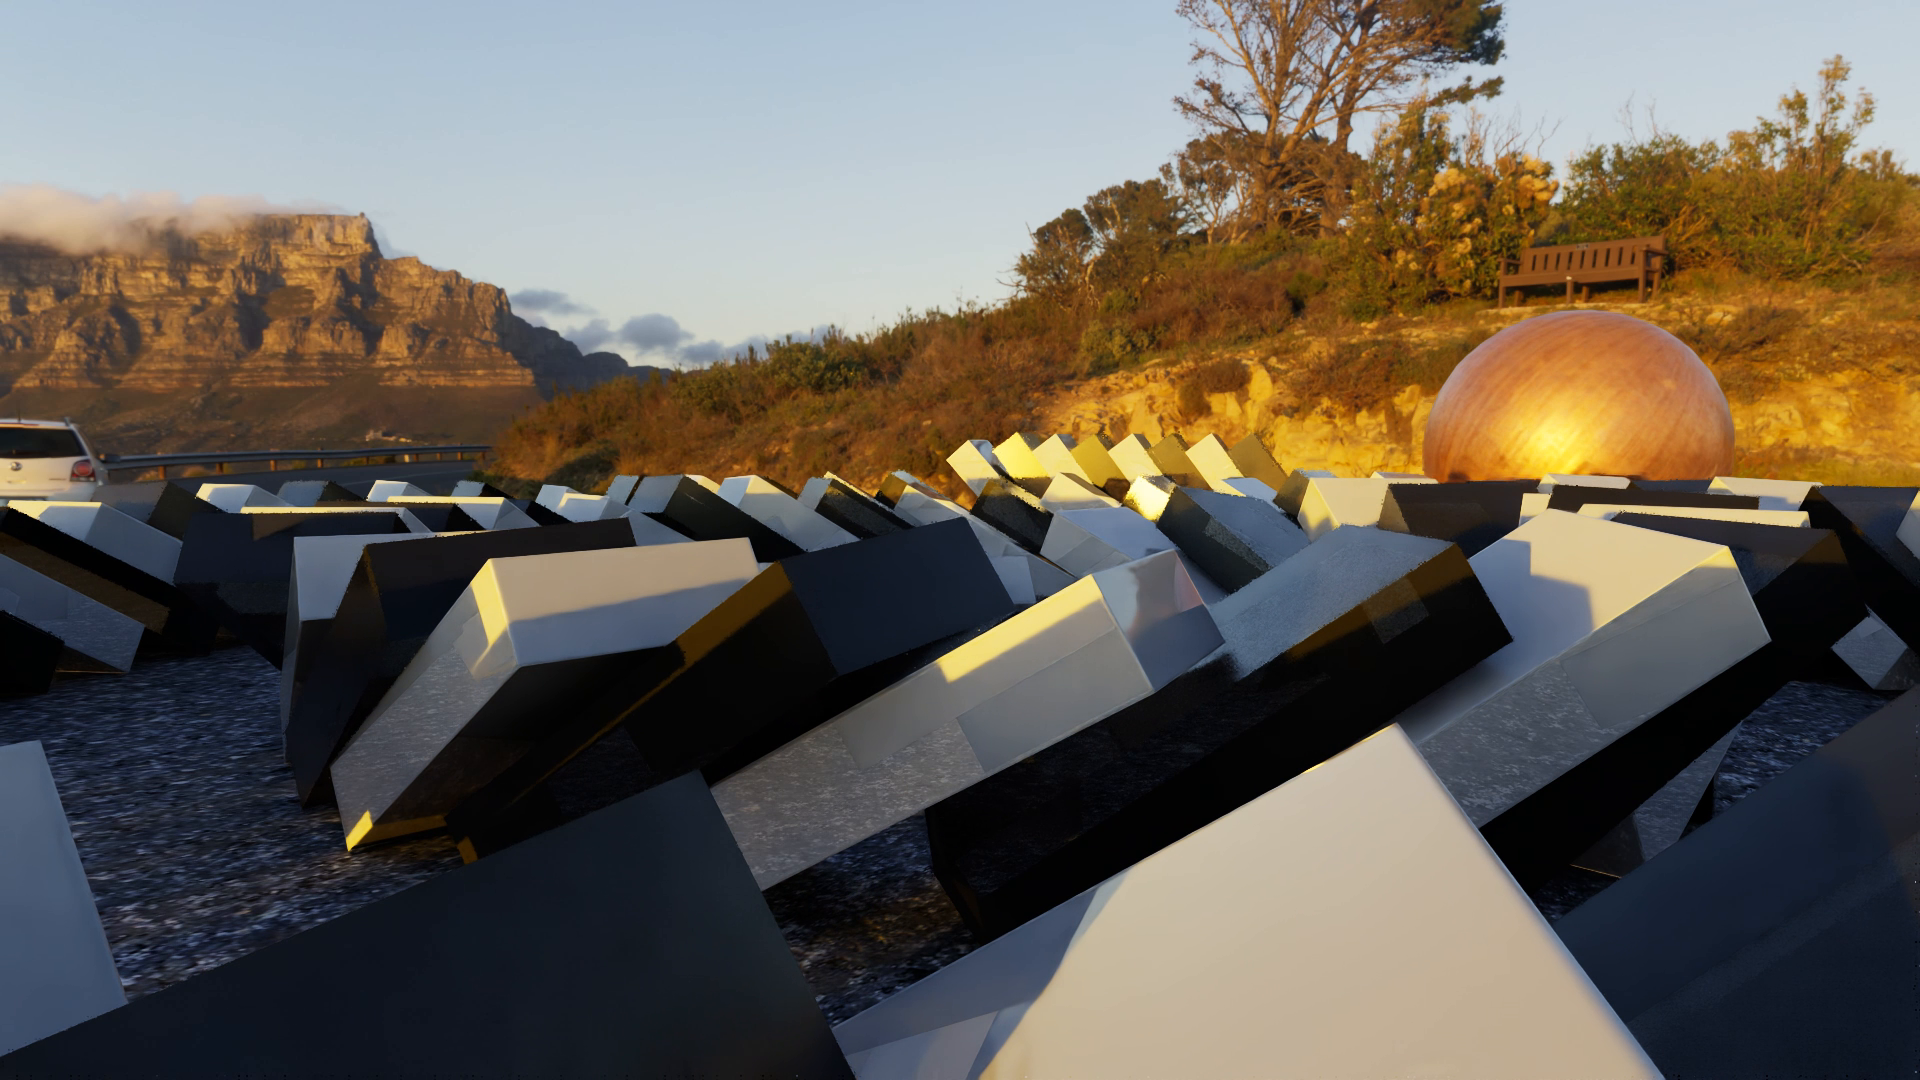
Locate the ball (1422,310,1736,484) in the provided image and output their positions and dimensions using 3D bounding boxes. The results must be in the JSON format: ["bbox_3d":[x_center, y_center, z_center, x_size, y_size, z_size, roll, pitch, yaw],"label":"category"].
[{"bbox_3d":[0.174,-0.025,0.365,0.080,0.080,0.080,0,4,0],"label":"ball"}]

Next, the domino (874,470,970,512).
[{"bbox_3d":[-0.002,-0.005,0.411,0.050,0.010,0.025,31,8,5],"label":"domino"}]

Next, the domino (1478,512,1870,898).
[{"bbox_3d":[0.059,0.016,0.126,0.050,0.010,0.025,-34,14,-12],"label":"domino"}]

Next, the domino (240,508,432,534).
[{"bbox_3d":[-0.087,0.011,0.201,0.025,0.009,0.050,0,-26,8],"label":"domino"}]

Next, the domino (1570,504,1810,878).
[{"bbox_3d":[0.073,0.014,0.144,0.050,0.010,0.025,-41,28,-30],"label":"domino"}]

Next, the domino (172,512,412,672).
[{"bbox_3d":[-0.084,0.012,0.180,0.025,0.009,0.050,-1,-27,-2],"label":"domino"}]

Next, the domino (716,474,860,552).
[{"bbox_3d":[-0.034,0.002,0.307,0.050,0.010,0.025,33,-13,-23],"label":"domino"}]

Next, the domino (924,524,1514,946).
[{"bbox_3d":[0.021,0.017,0.116,0.050,0.010,0.025,-32,6,-1],"label":"domino"}]

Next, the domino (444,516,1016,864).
[{"bbox_3d":[-0.021,0.016,0.115,0.050,0.009,0.025,-35,-11,32],"label":"domino"}]

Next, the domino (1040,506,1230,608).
[{"bbox_3d":[0.043,0.009,0.251,0.050,0.010,0.025,34,24,35],"label":"domino"}]

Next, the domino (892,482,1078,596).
[{"bbox_3d":[0.007,0.002,0.328,0.050,0.010,0.025,29,5,0],"label":"domino"}]

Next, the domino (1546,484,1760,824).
[{"bbox_3d":[0.085,0.012,0.163,0.025,0.009,0.050,6,41,34],"label":"domino"}]

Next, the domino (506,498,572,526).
[{"bbox_3d":[-0.076,0.007,0.265,0.025,0.010,0.050,4,-22,42],"label":"domino"}]

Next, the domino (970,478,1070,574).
[{"bbox_3d":[0.028,0.001,0.329,0.050,0.009,0.025,31,9,7],"label":"domino"}]

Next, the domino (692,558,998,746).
[{"bbox_3d":[-0.017,0.016,0.199,0.025,0.010,0.050,-42,-15,24],"label":"domino"}]

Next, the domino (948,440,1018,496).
[{"bbox_3d":[0.018,-0.010,0.411,0.010,0.050,0.025,-42,-7,14],"label":"domino"}]

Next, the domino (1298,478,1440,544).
[{"bbox_3d":[0.080,0.008,0.222,0.025,0.009,0.050,0,38,-10],"label":"domino"}]

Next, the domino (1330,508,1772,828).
[{"bbox_3d":[0.043,0.016,0.118,0.050,0.009,0.025,-32,12,-2],"label":"domino"}]

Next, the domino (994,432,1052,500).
[{"bbox_3d":[0.032,-0.011,0.409,0.009,0.050,0.025,-37,-7,15],"label":"domino"}]

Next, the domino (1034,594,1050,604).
[{"bbox_3d":[0.018,0.018,0.262,0.050,0.010,0.025,4,6,43],"label":"domino"}]

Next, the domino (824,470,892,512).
[{"bbox_3d":[-0.023,-0.005,0.407,0.050,0.010,0.025,31,1,-6],"label":"domino"}]

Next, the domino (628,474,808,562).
[{"bbox_3d":[-0.050,0.002,0.295,0.050,0.010,0.025,35,-17,-29],"label":"domino"}]

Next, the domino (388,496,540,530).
[{"bbox_3d":[-0.082,0.008,0.241,0.025,0.009,0.050,1,-26,21],"label":"domino"}]

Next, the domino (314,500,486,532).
[{"bbox_3d":[-0.086,0.009,0.221,0.025,0.010,0.050,1,-26,14],"label":"domino"}]

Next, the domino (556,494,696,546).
[{"bbox_3d":[-0.063,0.005,0.283,0.050,0.010,0.025,31,-15,-35],"label":"domino"}]

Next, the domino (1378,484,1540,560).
[{"bbox_3d":[0.086,0.009,0.204,0.025,0.010,0.050,0,38,0],"label":"domino"}]

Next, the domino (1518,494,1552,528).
[{"bbox_3d":[0.090,0.012,0.180,0.025,0.010,0.050,2,37,28],"label":"domino"}]

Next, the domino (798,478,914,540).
[{"bbox_3d":[-0.016,0.001,0.317,0.050,0.010,0.025,31,-8,-18],"label":"domino"}]

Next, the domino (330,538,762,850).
[{"bbox_3d":[-0.042,0.016,0.127,0.025,0.010,0.050,-6,-23,-43],"label":"domino"}]

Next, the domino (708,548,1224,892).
[{"bbox_3d":[-0.004,0.018,0.111,0.050,0.009,0.025,-31,-8,22],"label":"domino"}]

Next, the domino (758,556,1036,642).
[{"bbox_3d":[-0.014,0.014,0.235,0.050,0.009,0.025,-1,-30,-16],"label":"domino"}]

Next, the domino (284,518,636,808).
[{"bbox_3d":[-0.055,0.014,0.139,0.025,0.009,0.050,-8,-22,-39],"label":"domino"}]

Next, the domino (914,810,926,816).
[{"bbox_3d":[0.000,0.025,0.171,0.025,0.010,0.050,0,4,0],"label":"domino"}]

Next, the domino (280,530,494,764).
[{"bbox_3d":[-0.069,0.014,0.159,0.025,0.009,0.050,-3,-24,-31],"label":"domino"}]

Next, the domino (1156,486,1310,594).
[{"bbox_3d":[0.062,0.007,0.244,0.025,0.010,0.050,7,27,-34],"label":"domino"}]
